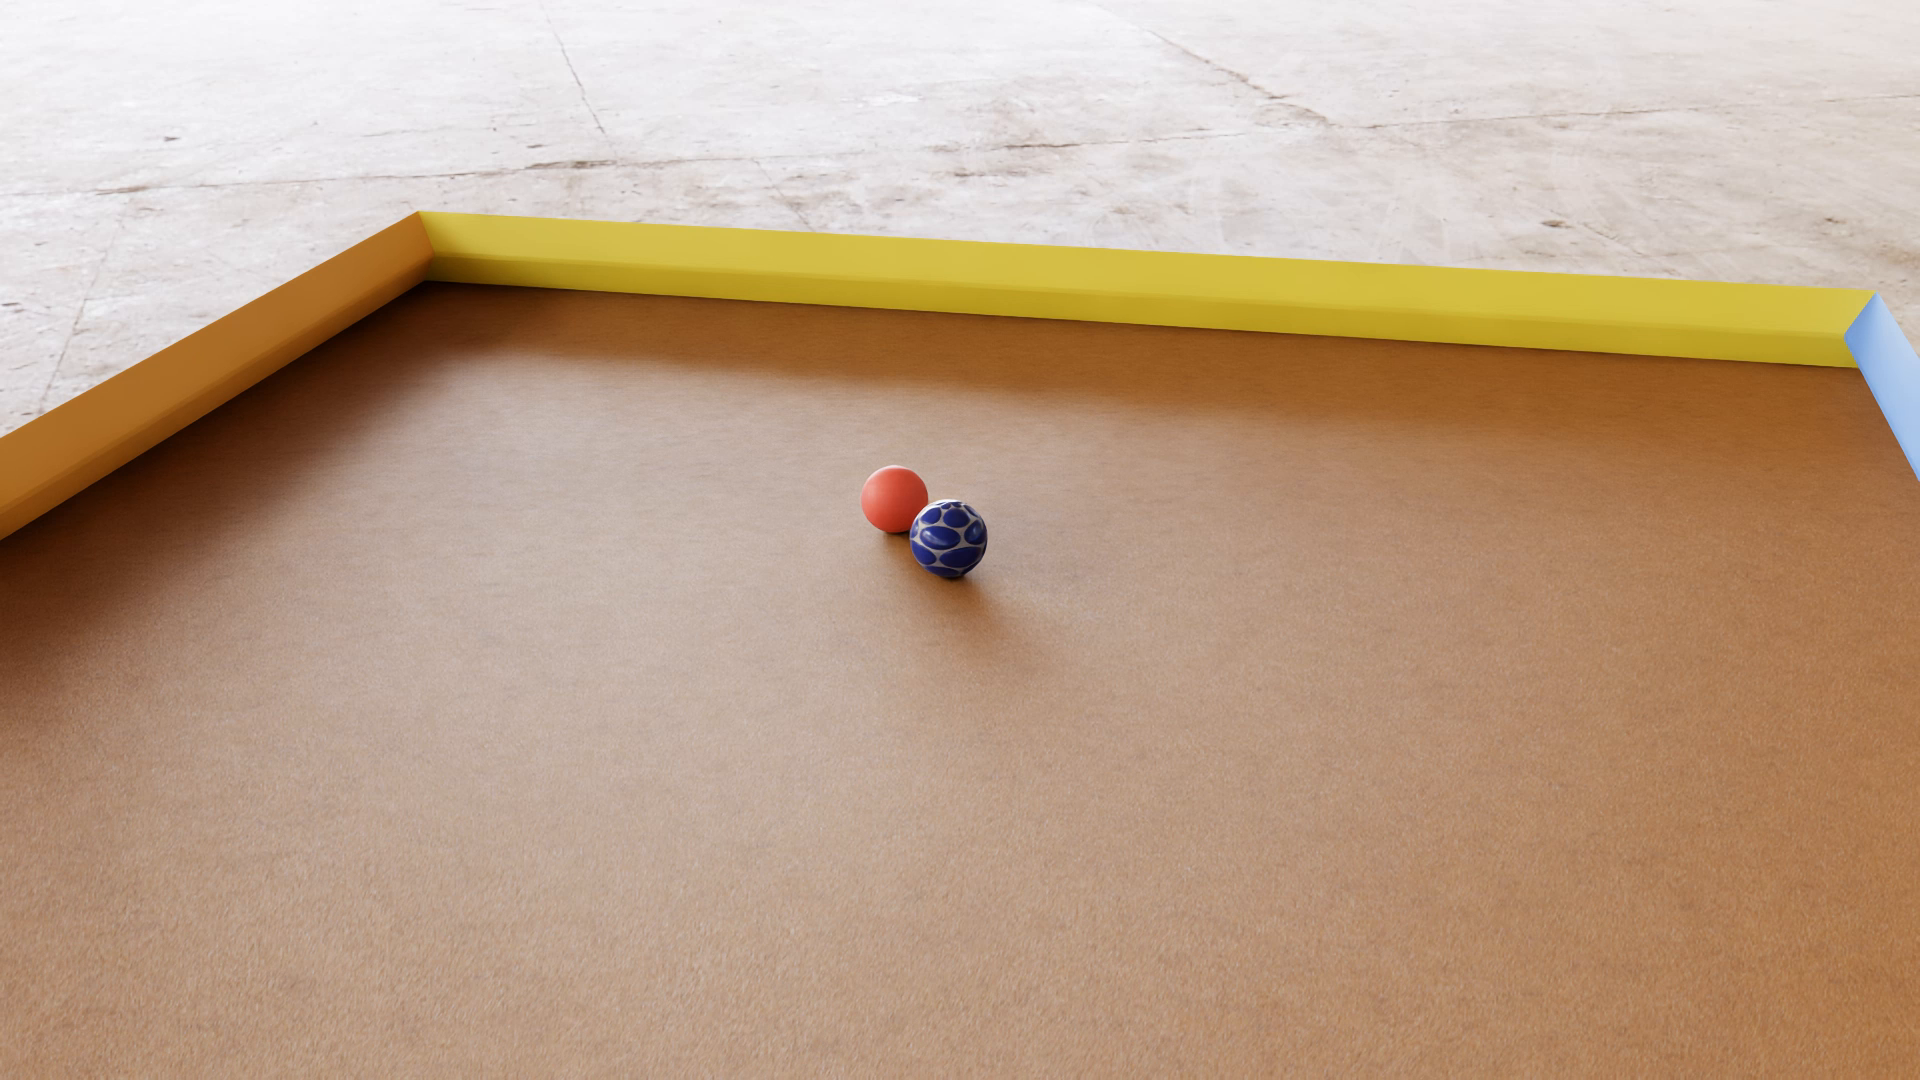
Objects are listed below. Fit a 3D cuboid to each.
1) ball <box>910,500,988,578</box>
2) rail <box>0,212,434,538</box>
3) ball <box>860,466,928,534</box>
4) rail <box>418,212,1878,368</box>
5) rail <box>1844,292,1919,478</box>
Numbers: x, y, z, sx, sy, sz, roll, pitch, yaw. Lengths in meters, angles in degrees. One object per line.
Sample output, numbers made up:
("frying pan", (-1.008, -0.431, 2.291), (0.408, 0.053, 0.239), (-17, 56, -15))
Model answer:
("ball", (-0.013, -0.002, 2.541), (0.091, 0.091, 0.091), (0, 22, 0))
("rail", (-1.329, 0.283, 1.807), (0.045, 0.118, 4.197), (5, 23, 11))
("ball", (-0.079, -0.049, 2.668), (0.082, 0.082, 0.082), (0, 22, 0))
("rail", (0.216, -0.396, 3.463), (2.314, 0.118, 0.045), (5, 23, 11))
("rail", (0.887, 0.464, 1.366), (0.045, 0.118, 4.197), (5, 23, 11))
